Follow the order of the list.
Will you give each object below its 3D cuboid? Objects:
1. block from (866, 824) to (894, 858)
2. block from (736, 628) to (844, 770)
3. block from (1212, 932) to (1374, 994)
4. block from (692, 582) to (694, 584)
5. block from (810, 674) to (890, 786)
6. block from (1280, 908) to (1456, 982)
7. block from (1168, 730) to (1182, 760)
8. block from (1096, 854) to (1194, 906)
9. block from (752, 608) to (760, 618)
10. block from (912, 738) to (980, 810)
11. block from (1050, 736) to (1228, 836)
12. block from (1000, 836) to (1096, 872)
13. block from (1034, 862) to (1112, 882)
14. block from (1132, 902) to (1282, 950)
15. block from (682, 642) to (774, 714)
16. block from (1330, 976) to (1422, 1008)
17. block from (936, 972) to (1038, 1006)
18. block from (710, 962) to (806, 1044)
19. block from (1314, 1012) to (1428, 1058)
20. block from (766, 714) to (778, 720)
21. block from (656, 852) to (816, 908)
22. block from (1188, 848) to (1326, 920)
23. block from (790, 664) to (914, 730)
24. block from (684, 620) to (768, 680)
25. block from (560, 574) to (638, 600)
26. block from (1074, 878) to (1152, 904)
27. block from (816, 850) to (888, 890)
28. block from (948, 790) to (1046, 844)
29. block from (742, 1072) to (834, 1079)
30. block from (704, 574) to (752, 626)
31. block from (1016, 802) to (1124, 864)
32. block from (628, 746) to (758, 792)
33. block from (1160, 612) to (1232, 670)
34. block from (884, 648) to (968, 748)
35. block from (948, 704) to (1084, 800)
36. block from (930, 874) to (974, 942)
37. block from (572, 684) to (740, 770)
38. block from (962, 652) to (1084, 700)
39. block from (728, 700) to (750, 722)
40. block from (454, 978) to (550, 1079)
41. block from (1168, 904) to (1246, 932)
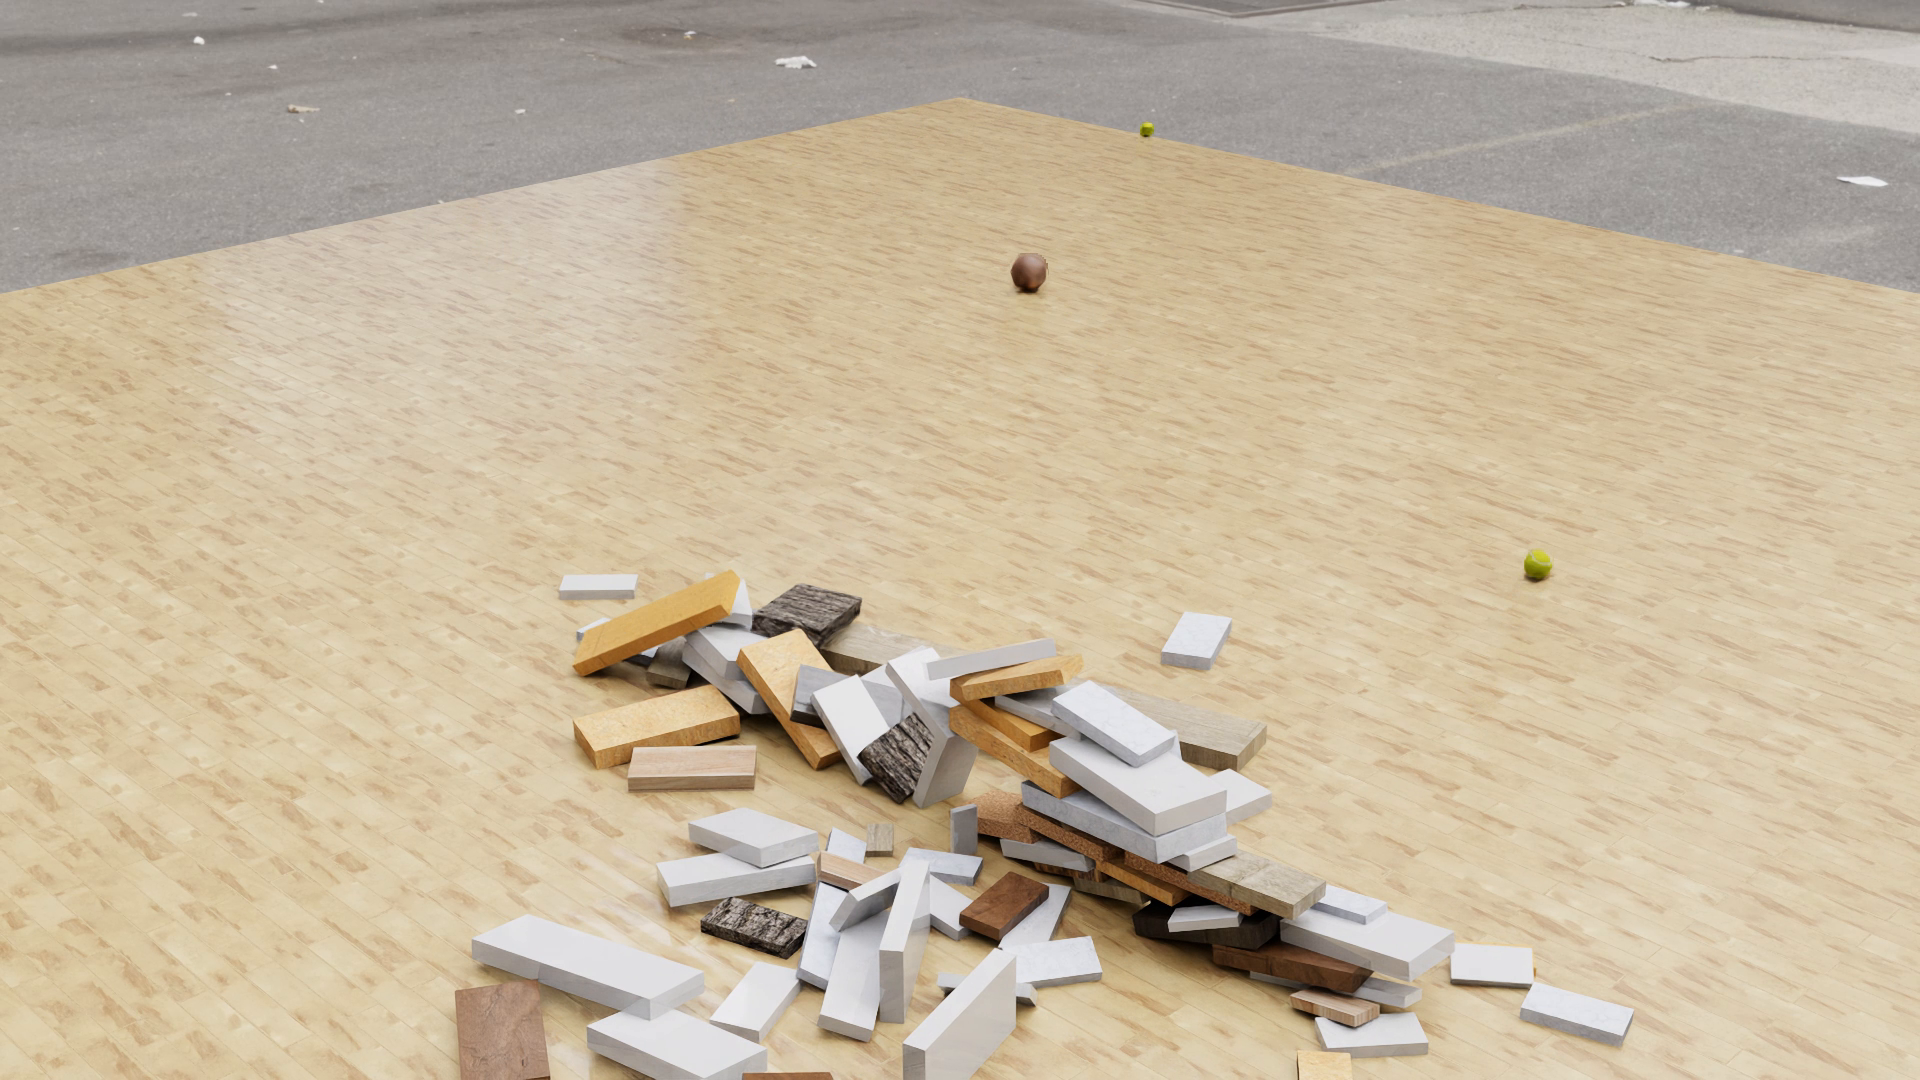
[{"bbox_3d":[-0.158,0.593,4.344,0.052,0.015,0.103,0,23,0],"label":"block"},{"bbox_3d":[-0.327,0.338,4.721,0.159,0.045,0.319,-18,57,-36],"label":"block"},{"bbox_3d":[0.602,0.730,3.905,0.273,0.039,0.136,6,20,35],"label":"block"},{"bbox_3d":[-0.560,0.146,5.087,0.092,0.026,0.184,7,15,-19],"label":"block"},{"bbox_3d":[-0.211,0.398,4.607,0.111,0.031,0.221,-21,67,-29],"label":"block"},{"bbox_3d":[0.712,0.694,3.852,0.136,0.039,0.273,-21,22,-40],"label":"block"},{"bbox_3d":[0.331,0.468,4.497,0.251,0.126,0.036,-7,-8,-15],"label":"block"},{"bbox_3d":[0.353,0.611,4.061,0.095,0.027,0.190,-23,30,-37],"label":"block"},{"bbox_3d":[-0.559,0.181,5.264,0.184,0.026,0.092,0,4,0],"label":"block"},{"bbox_3d":[-0.018,0.443,4.440,0.111,0.221,0.031,-18,52,-36],"label":"block"},{"bbox_3d":[0.322,0.431,4.014,0.161,0.046,0.322,-14,26,-30],"label":"block"},{"bbox_3d":[0.203,0.584,4.233,0.121,0.034,0.243,-21,14,-37],"label":"block"},{"bbox_3d":[0.239,0.613,4.209,0.095,0.027,0.190,-21,14,-37],"label":"block"},{"bbox_3d":[0.463,0.684,3.995,0.273,0.039,0.136,-3,15,44],"label":"block"},{"bbox_3d":[-0.471,0.303,4.888,0.159,0.045,0.319,1,18,-37],"label":"block"},{"bbox_3d":[0.723,0.782,3.821,0.140,0.020,0.070,7,6,36],"label":"block"},{"bbox_3d":[0.048,0.781,3.826,0.164,0.023,0.082,5,-20,12],"label":"block"},{"bbox_3d":[-0.351,0.804,3.831,0.094,0.027,0.188,8,24,19],"label":"block"},{"bbox_3d":[0.699,0.844,3.741,0.174,0.025,0.087,-2,23,-5],"label":"block"},{"bbox_3d":[-0.419,0.371,4.844,0.047,0.013,0.094,17,12,-33],"label":"block"},{"bbox_3d":[-0.427,0.633,4.183,0.279,0.040,0.139,-7,12,-16],"label":"block"},{"bbox_3d":[0.525,0.604,3.899,0.219,0.031,0.109,16,26,37],"label":"block"},{"bbox_3d":[-0.225,0.356,4.688,0.263,0.037,0.131,15,43,-10],"label":"block"},{"bbox_3d":[-0.508,0.236,4.930,0.159,0.045,0.319,4,16,-29],"label":"block"},{"bbox_3d":[-0.895,0.117,5.453,0.184,0.026,0.092,-1,23,-1],"label":"block"},{"bbox_3d":[0.311,0.640,4.131,0.095,0.027,0.190,-21,13,-35],"label":"block"},{"bbox_3d":[-0.198,0.637,4.159,0.148,0.021,0.074,21,20,-12],"label":"block"},{"bbox_3d":[0.103,0.545,4.345,0.121,0.034,0.243,-21,15,-37],"label":"block"},{"bbox_3d":[-0.240,0.925,3.447,0.148,0.042,0.295,4,14,-20],"label":"block"},{"bbox_3d":[-0.532,0.134,5.028,0.092,0.026,0.184,9,24,-16],"label":"block"},{"bbox_3d":[0.232,0.537,4.180,0.121,0.034,0.243,-21,26,-36],"label":"block"},{"bbox_3d":[-0.556,0.477,4.589,0.258,0.037,0.129,-1,23,-2],"label":"block"},{"bbox_3d":[0.557,0.236,5.163,0.115,0.033,0.230,8,24,17],"label":"block"},{"bbox_3d":[-0.044,0.313,4.380,0.111,0.031,0.221,-15,51,-34],"label":"block"},{"bbox_3d":[0.144,0.384,4.230,0.161,0.046,0.322,-18,33,-36],"label":"block"},{"bbox_3d":[-0.039,0.680,4.101,0.175,0.025,0.087,27,34,35],"label":"block"},{"bbox_3d":[-0.654,0.401,4.740,0.322,0.046,0.161,-13,26,-23],"label":"block"},{"bbox_3d":[0.120,0.261,4.202,0.212,0.030,0.106,-11,10,27],"label":"block"},{"bbox_3d":[-0.510,0.377,4.852,0.094,0.013,0.047,20,32,40],"label":"block"},{"bbox_3d":[-0.773,0.847,3.713,0.142,0.040,0.284,-6,24,-13],"label":"block"},{"bbox_3d":[0.441,0.673,3.925,0.129,0.018,0.064,-9,12,22],"label":"block"}]
